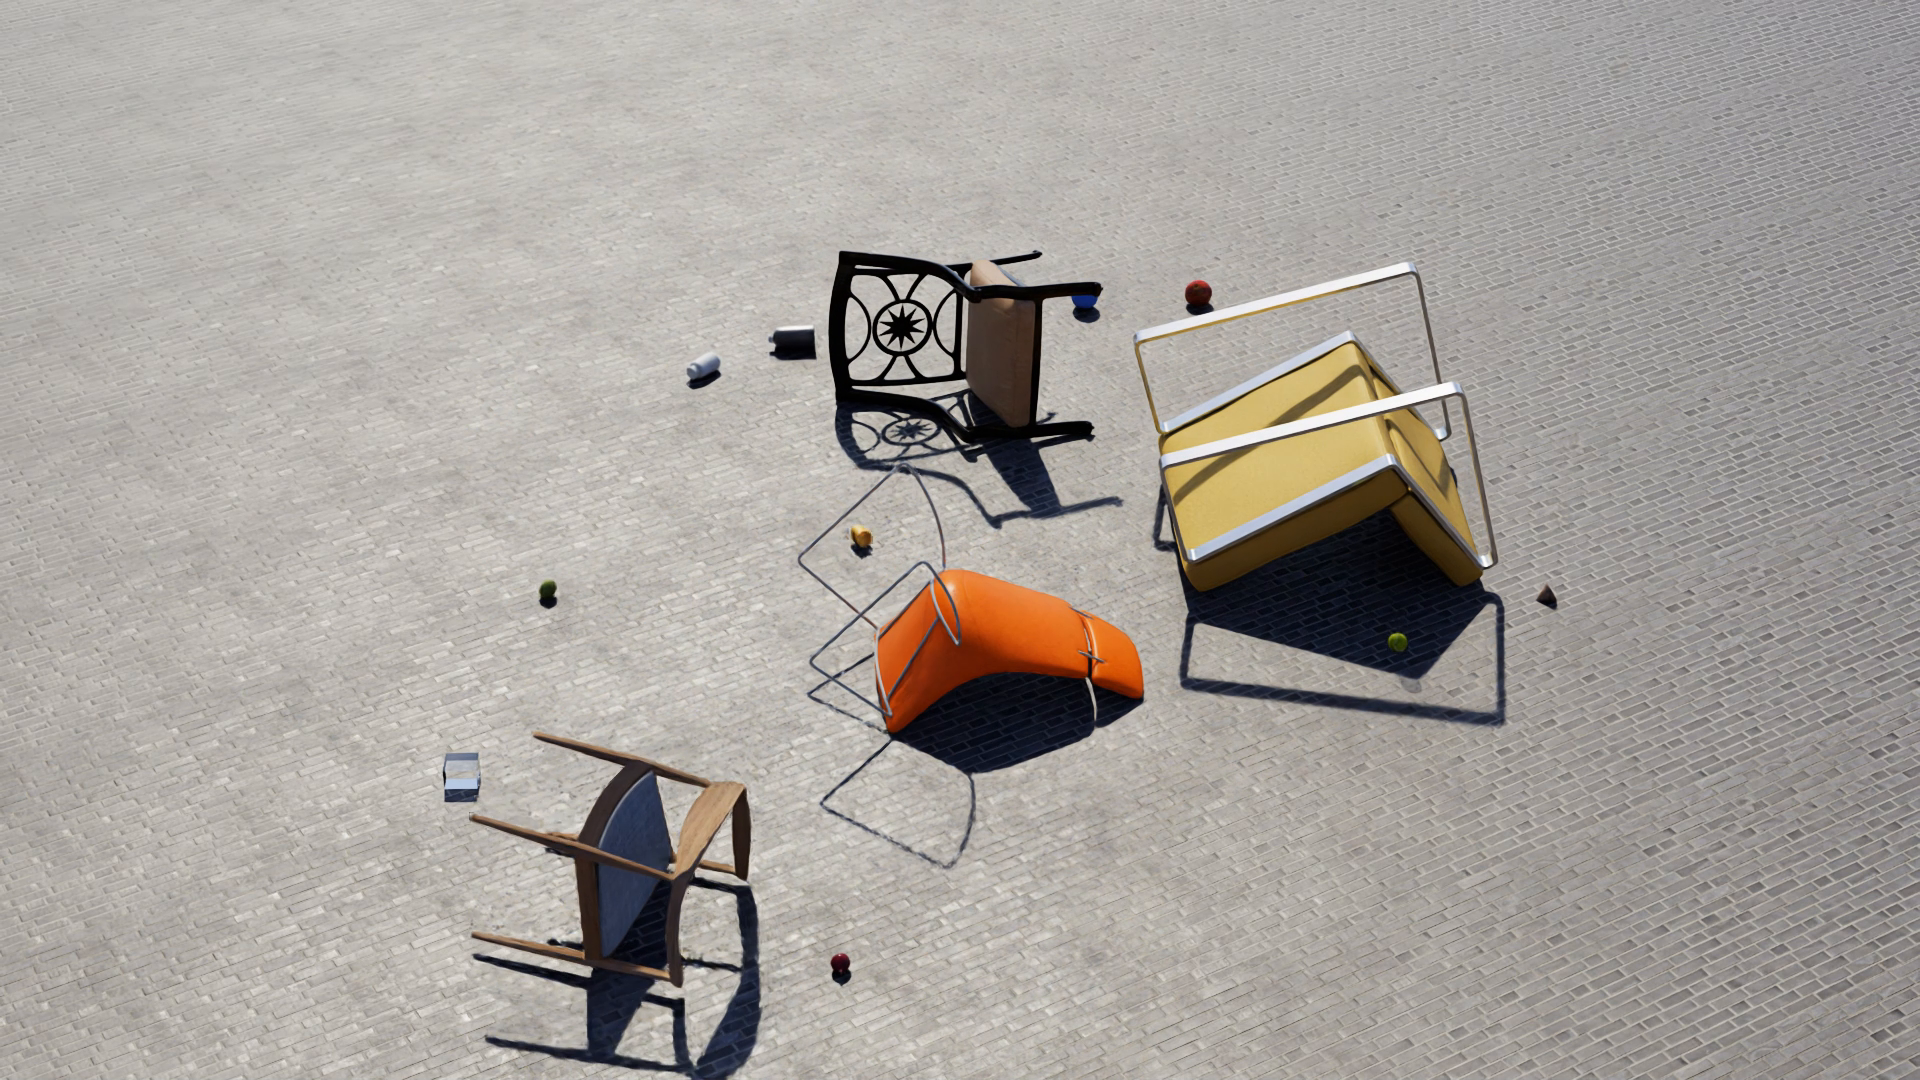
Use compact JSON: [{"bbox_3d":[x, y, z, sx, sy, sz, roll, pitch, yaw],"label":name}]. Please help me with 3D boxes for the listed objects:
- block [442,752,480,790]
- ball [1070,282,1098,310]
[{"bbox_3d":[-1.651,0.765,9.717,0.109,0.074,0.099,-1,33,-1],"label":"block"},{"bbox_3d":[0.528,-1.035,12.410,0.116,0.116,0.116,0,33,0],"label":"ball"}]
